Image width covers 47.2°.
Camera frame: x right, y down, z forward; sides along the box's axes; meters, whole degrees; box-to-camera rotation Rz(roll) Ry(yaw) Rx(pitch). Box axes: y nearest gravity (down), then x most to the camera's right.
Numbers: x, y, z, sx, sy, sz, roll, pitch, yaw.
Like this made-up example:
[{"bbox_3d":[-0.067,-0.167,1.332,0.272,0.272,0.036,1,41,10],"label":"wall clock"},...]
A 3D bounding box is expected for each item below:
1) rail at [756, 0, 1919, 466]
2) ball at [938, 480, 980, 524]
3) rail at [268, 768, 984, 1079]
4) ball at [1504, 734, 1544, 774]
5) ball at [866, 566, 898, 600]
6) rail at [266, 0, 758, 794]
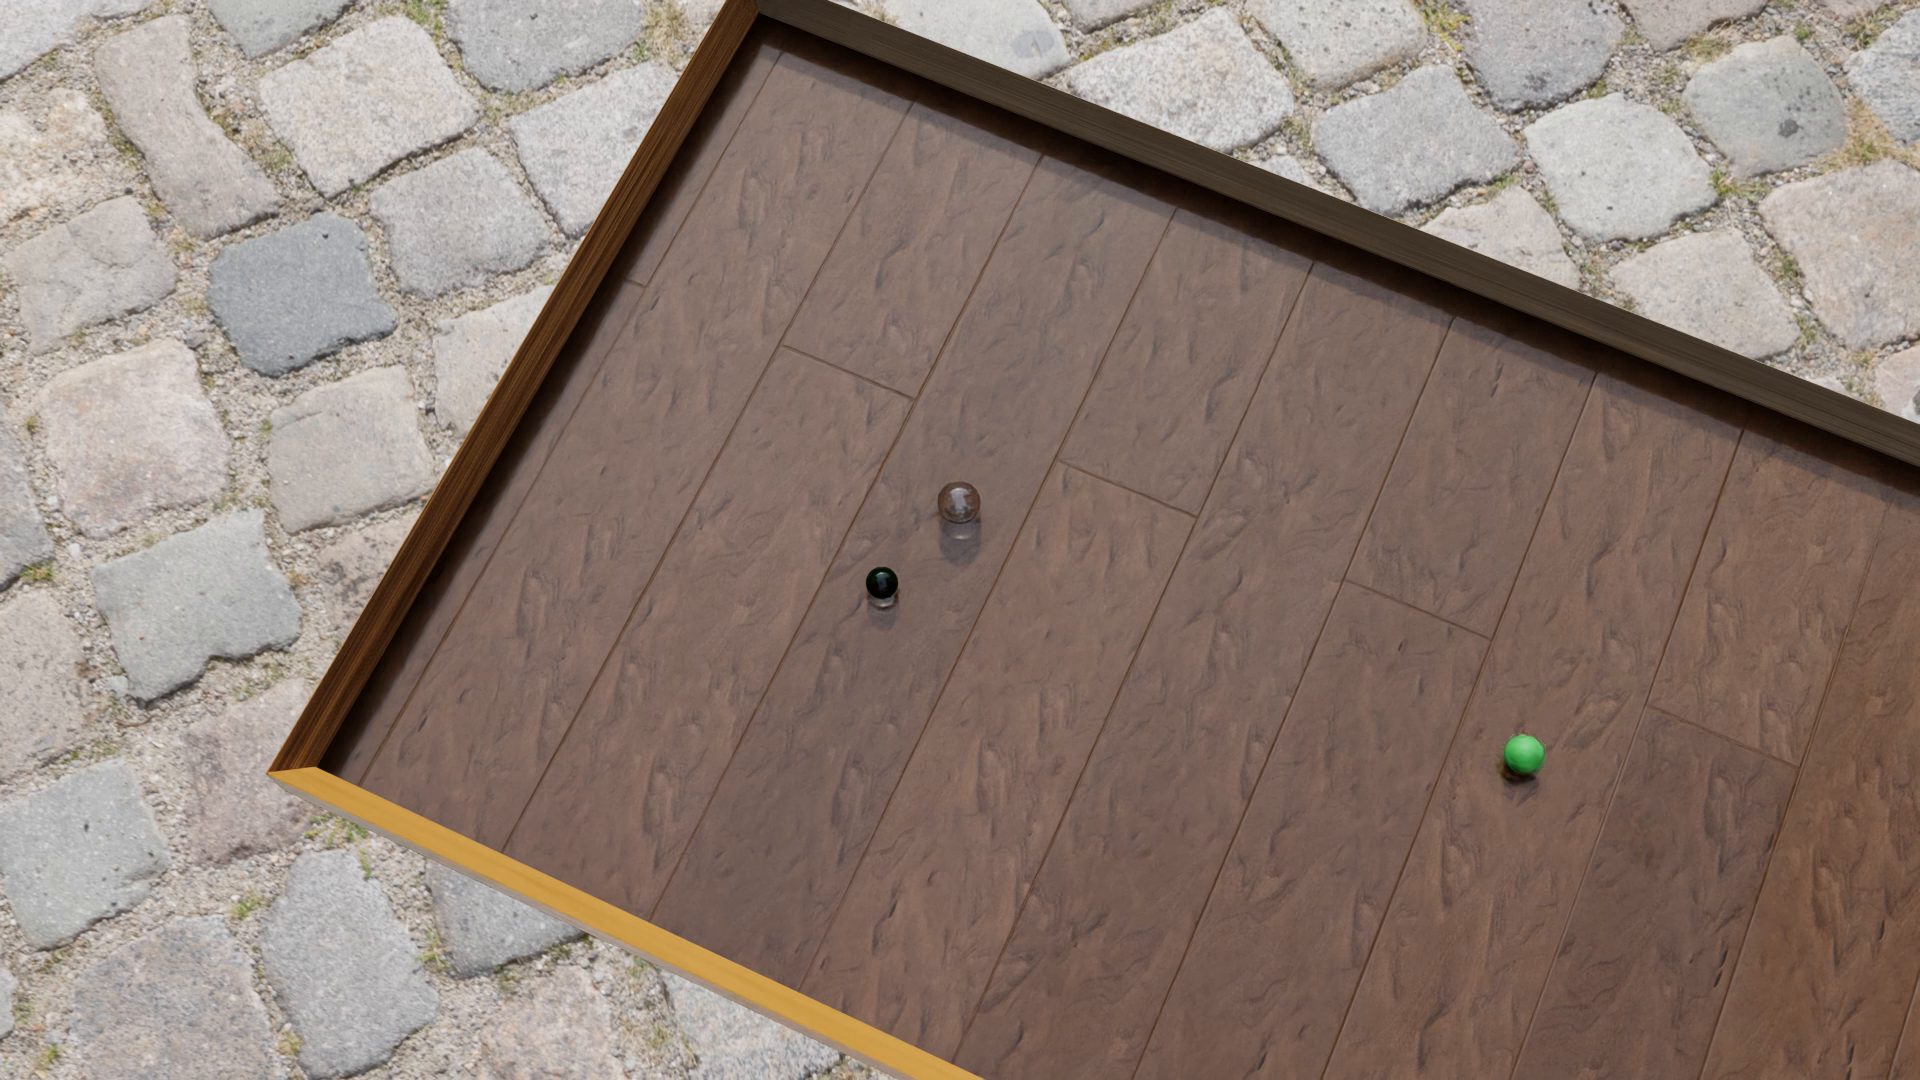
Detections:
[{"bbox_3d":[1.027,-0.357,3.612,3.103,0.091,0.045,23,70,9],"label":"rail"},{"bbox_3d":[-0.002,-0.060,3.505,0.070,0.070,0.070,0,68,0],"label":"ball"},{"bbox_3d":[0.383,0.947,3.092,3.103,0.091,0.045,23,70,9],"label":"rail"},{"bbox_3d":[0.861,0.327,3.356,0.060,0.060,0.060,0,68,0],"label":"ball"},{"bbox_3d":[-0.123,0.067,3.464,0.052,0.052,0.052,0,68,0],"label":"ball"},{"bbox_3d":[-0.684,-0.297,3.588,0.045,0.091,1.591,23,70,9],"label":"rail"}]
